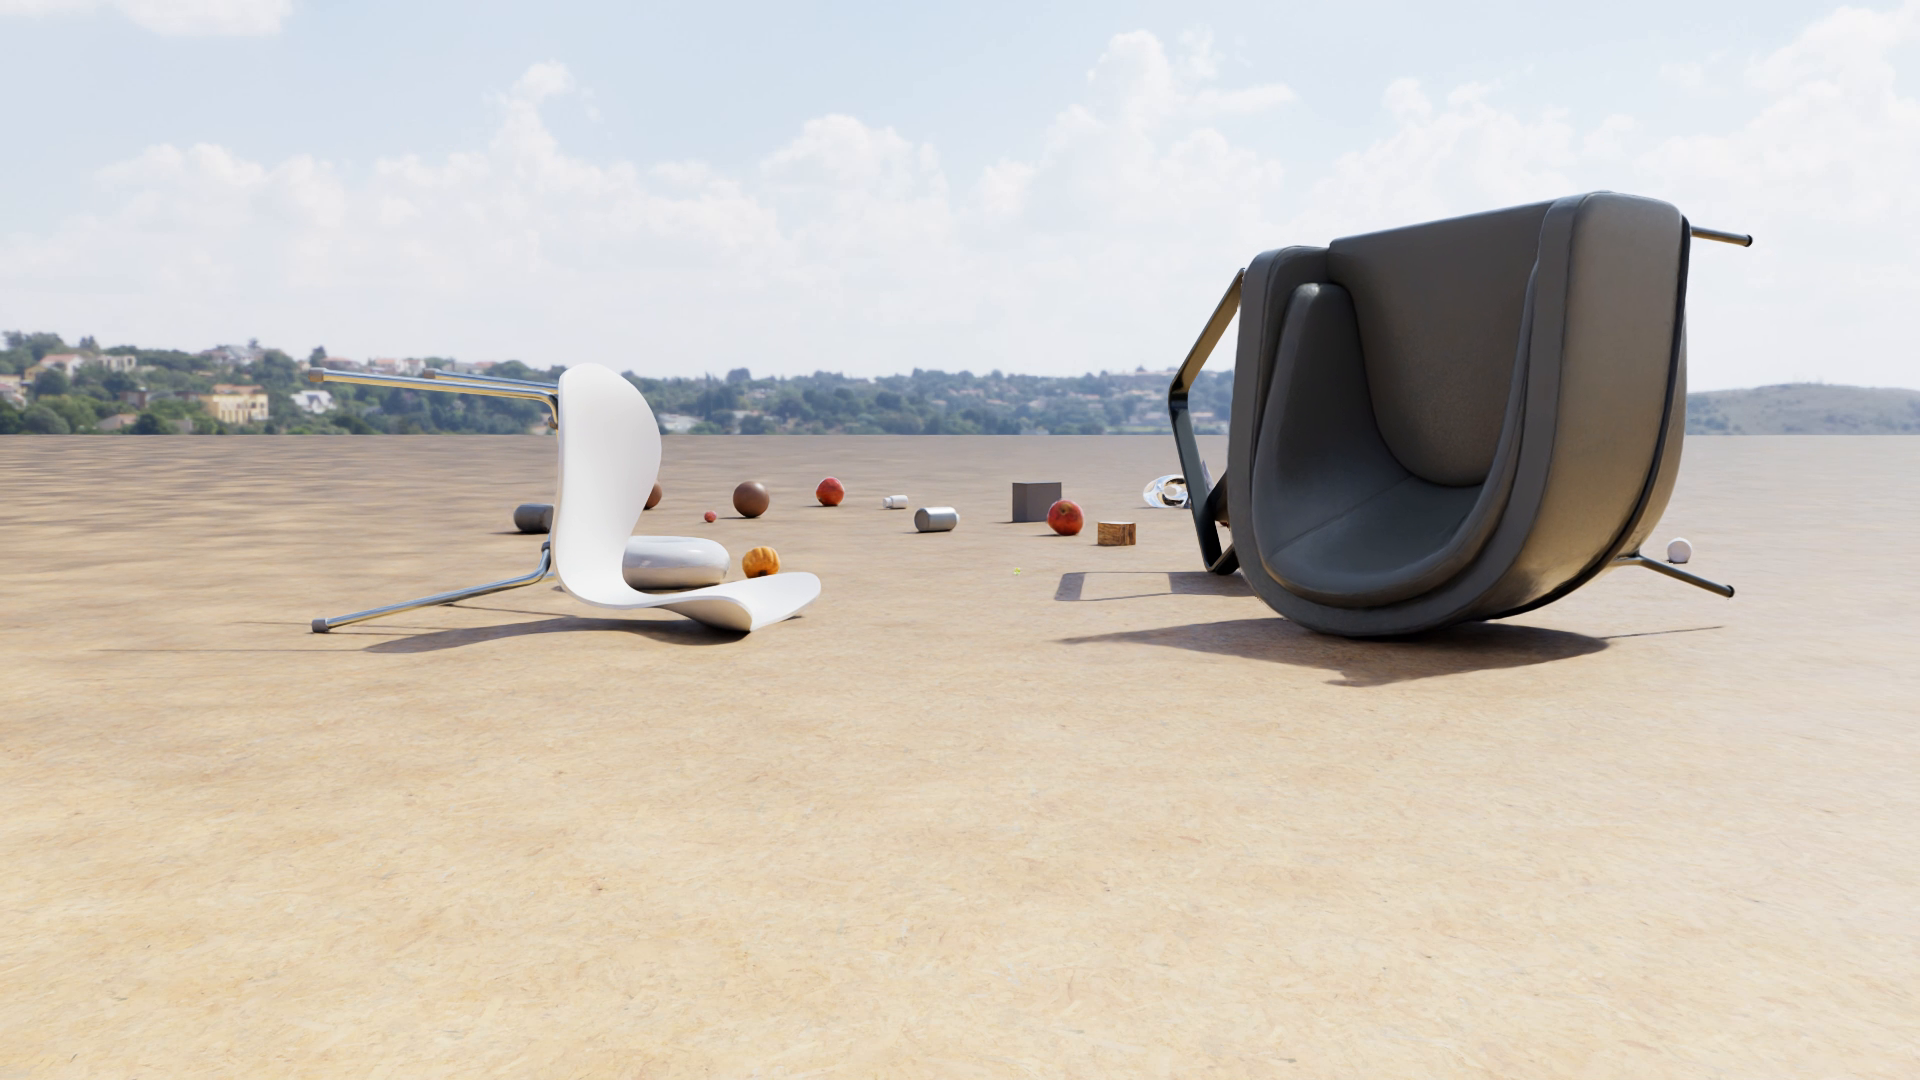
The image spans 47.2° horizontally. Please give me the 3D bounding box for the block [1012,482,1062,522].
[{"bbox_3d":[0.262,-0.131,7.489,0.154,0.131,0.078,-3,5,-38],"label":"block"}]

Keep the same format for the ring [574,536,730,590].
[{"bbox_3d":[-0.703,0.051,5.035,0.353,0.106,0.387,2,3,10],"label":"ring"}]

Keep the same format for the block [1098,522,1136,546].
[{"bbox_3d":[0.452,-0.018,6.352,0.064,0.063,0.092,-3,5,-39],"label":"block"}]

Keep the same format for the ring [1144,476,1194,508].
[{"bbox_3d":[0.802,-0.185,8.379,0.240,0.123,0.085,-10,-6,-30],"label":"ring"}]

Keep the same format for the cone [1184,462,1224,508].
[{"bbox_3d":[0.922,-0.214,8.315,0.157,0.185,0.133,0,4,-5],"label":"cone"}]
